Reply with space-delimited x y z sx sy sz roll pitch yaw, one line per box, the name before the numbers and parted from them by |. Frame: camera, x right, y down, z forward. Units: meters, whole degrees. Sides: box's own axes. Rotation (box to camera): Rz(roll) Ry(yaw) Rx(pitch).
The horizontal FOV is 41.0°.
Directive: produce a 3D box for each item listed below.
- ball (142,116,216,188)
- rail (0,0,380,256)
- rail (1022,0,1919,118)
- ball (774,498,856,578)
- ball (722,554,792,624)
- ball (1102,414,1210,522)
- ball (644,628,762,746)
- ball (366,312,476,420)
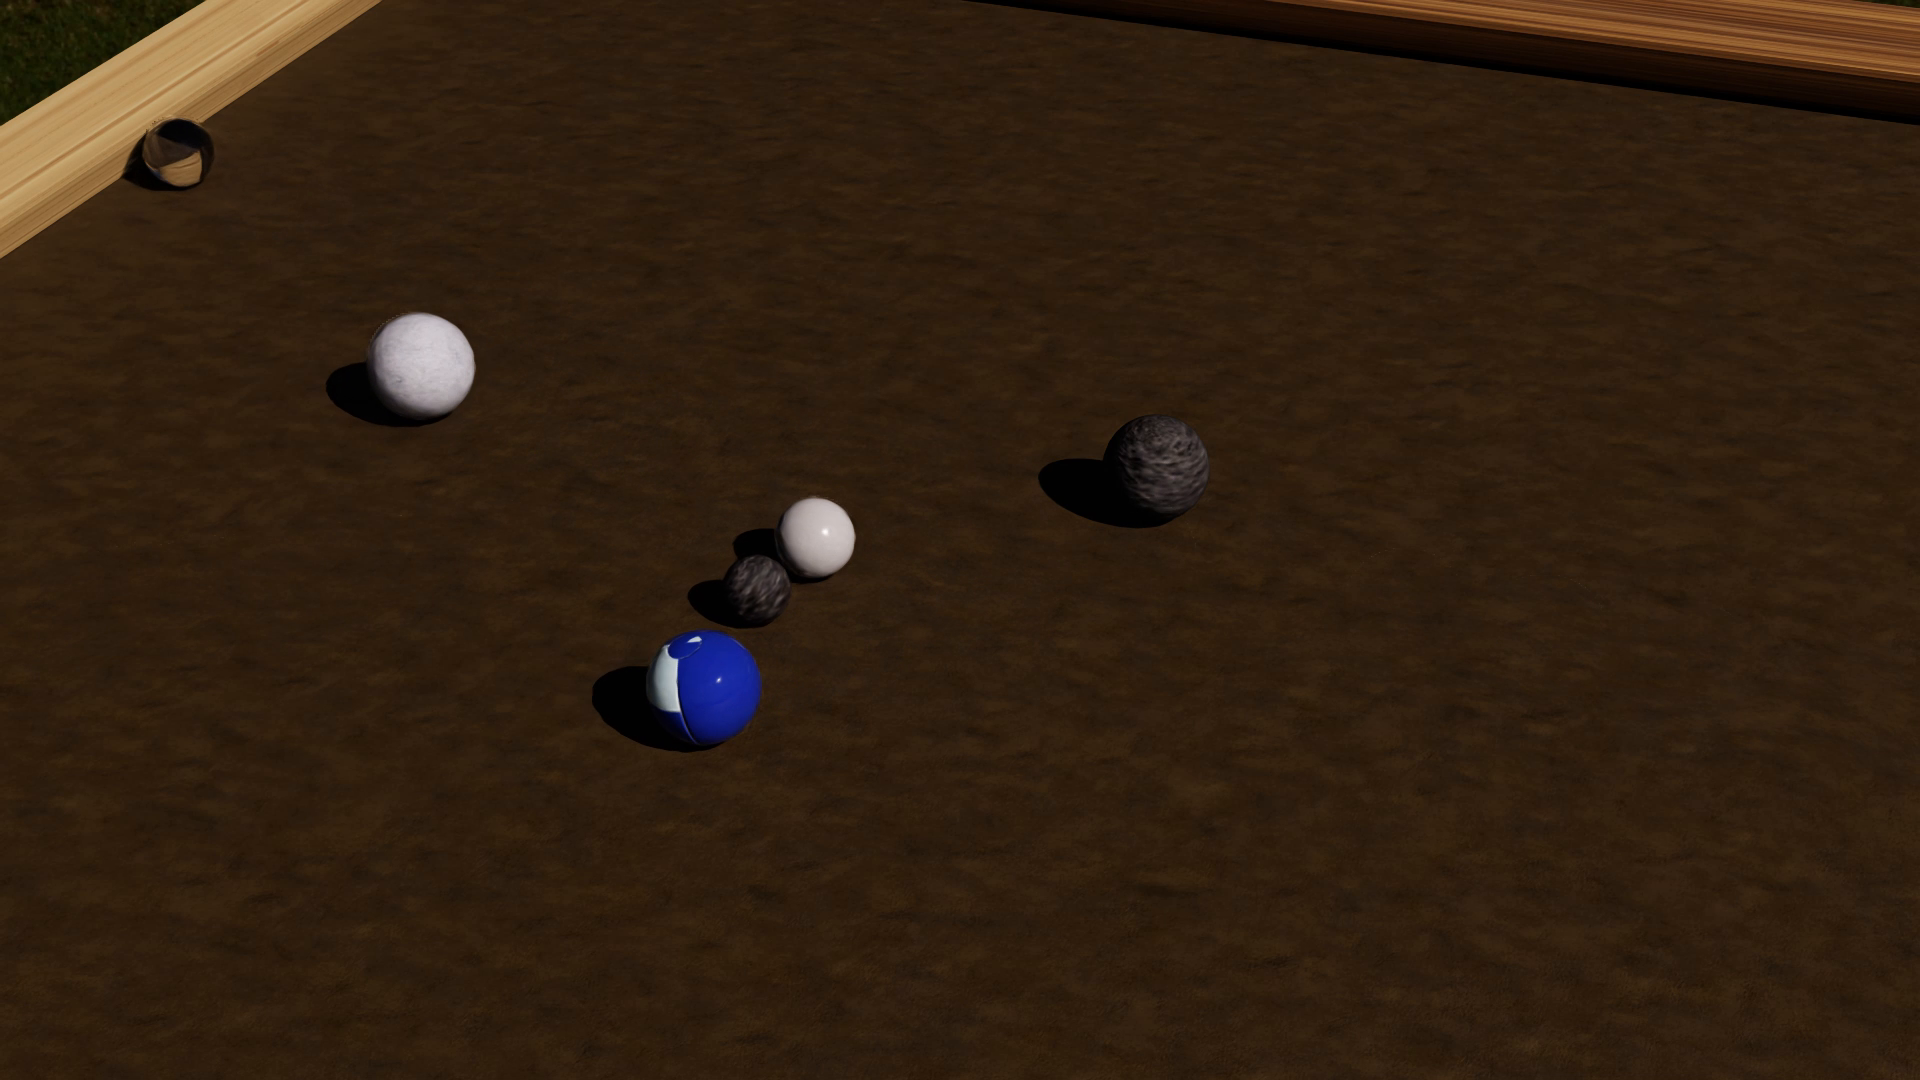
ball | -0.812 -0.403 2.669 0.072 0.072 0.072 0 33 0
rail | -1.004 -0.215 2.329 0.045 0.123 2.431 11 35 16
rail | 1.426 -0.433 2.665 4.359 0.123 0.045 11 35 16
ball | -0.117 -0.002 2.056 0.065 0.065 0.065 0 33 0
ball | -0.159 0.039 2.003 0.055 0.055 0.055 0 33 0
ball | 0.162 -0.059 2.123 0.089 0.089 0.089 0 33 0
ball | -0.187 0.107 1.870 0.085 0.085 0.085 0 33 0
ball | -0.475 -0.153 2.262 0.095 0.095 0.095 0 33 0
